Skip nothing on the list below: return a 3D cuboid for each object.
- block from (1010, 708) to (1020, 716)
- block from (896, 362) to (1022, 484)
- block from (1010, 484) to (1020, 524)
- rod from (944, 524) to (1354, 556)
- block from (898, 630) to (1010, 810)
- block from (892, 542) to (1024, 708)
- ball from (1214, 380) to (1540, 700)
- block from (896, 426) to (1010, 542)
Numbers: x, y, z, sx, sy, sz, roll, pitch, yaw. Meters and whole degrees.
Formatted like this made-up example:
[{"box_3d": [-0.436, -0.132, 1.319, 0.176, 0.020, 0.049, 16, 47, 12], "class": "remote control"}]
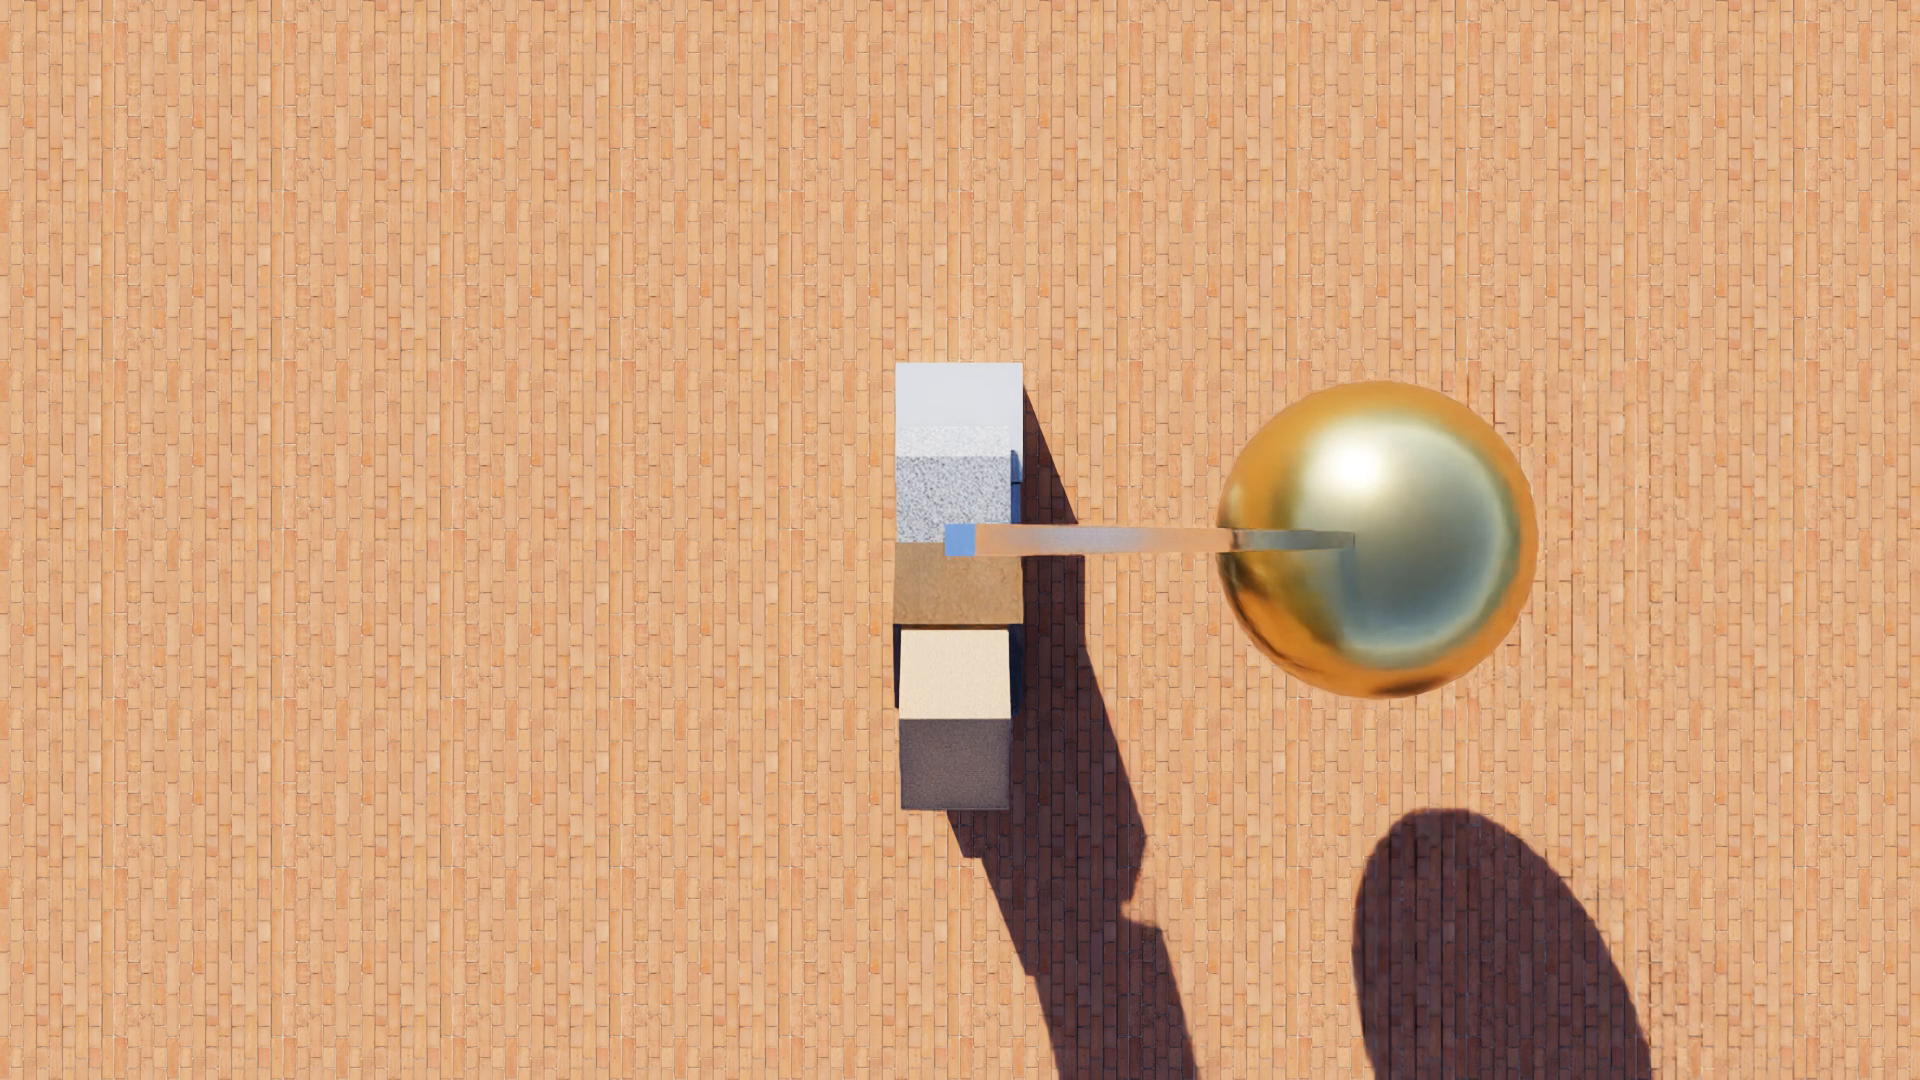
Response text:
[{"box_3d": [0.009, 0.697, 12.705, 0.658, 0.591, 0.593, 0, 90, 0], "class": "block"}, {"box_3d": [-0.005, -0.659, 12.662, 0.710, 0.675, 0.668, 0, 90, 0], "class": "block"}, {"box_3d": [0.004, 0.038, 12.708, 0.677, 0.584, 0.705, 0, 90, 0], "class": "block"}, {"box_3d": [0.899, 0.000, 7.810, 0.080, 5.200, 0.080, 0, 90, 20], "class": "rod"}, {"box_3d": [-0.025, 0.888, 10.913, 0.532, 0.655, 0.605, 0, 128, 0], "class": "block"}, {"box_3d": [-0.009, 0.439, 11.394, 0.655, 0.655, 0.563, 0, 128, 0], "class": "block"}, {"box_3d": [2.074, 0.000, 11.000, 1.600, 1.600, 1.600, 0, 90, 0], "class": "ball"}, {"box_3d": [-0.033, -0.216, 11.975, 0.603, 0.731, 0.660, 0, 105, 0], "class": "block"}]
